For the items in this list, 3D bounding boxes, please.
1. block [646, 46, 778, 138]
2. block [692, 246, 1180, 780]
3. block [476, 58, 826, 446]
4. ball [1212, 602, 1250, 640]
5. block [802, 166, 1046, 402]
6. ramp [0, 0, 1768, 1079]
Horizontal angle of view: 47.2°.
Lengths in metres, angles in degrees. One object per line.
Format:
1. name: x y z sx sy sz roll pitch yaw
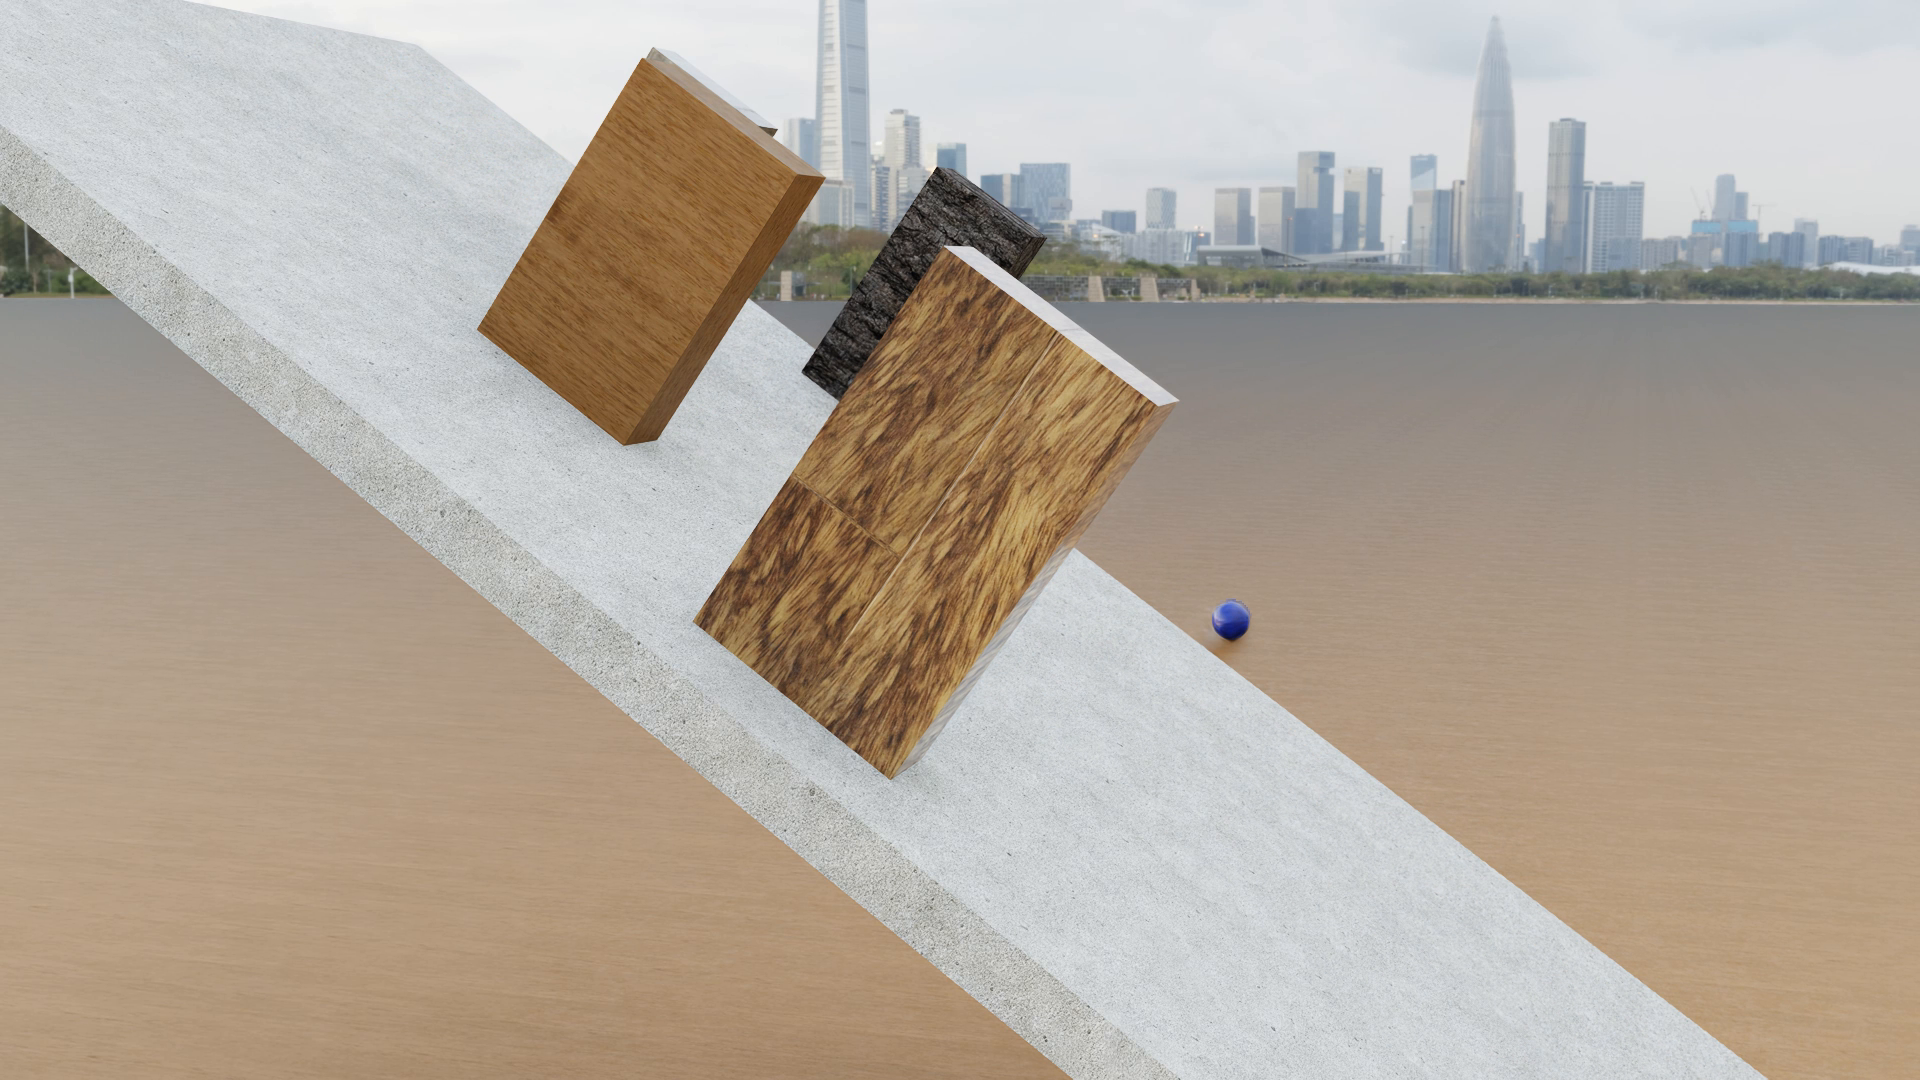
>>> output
1. block: -0.611 -0.680 4.332 0.267 0.498 0.102 38 16 10
2. block: -0.042 -0.040 3.262 0.386 0.687 0.146 38 16 10
3. block: -0.538 -0.495 3.814 0.342 0.563 0.136 38 16 10
4. ball: 1.378 0.411 11.185 0.192 0.192 0.192 0 7 0
5. block: -0.081 -0.519 4.861 0.262 0.548 0.132 38 16 10
6. ramp: -0.084 0.153 4.079 4.000 0.100 2.000 38 16 10
